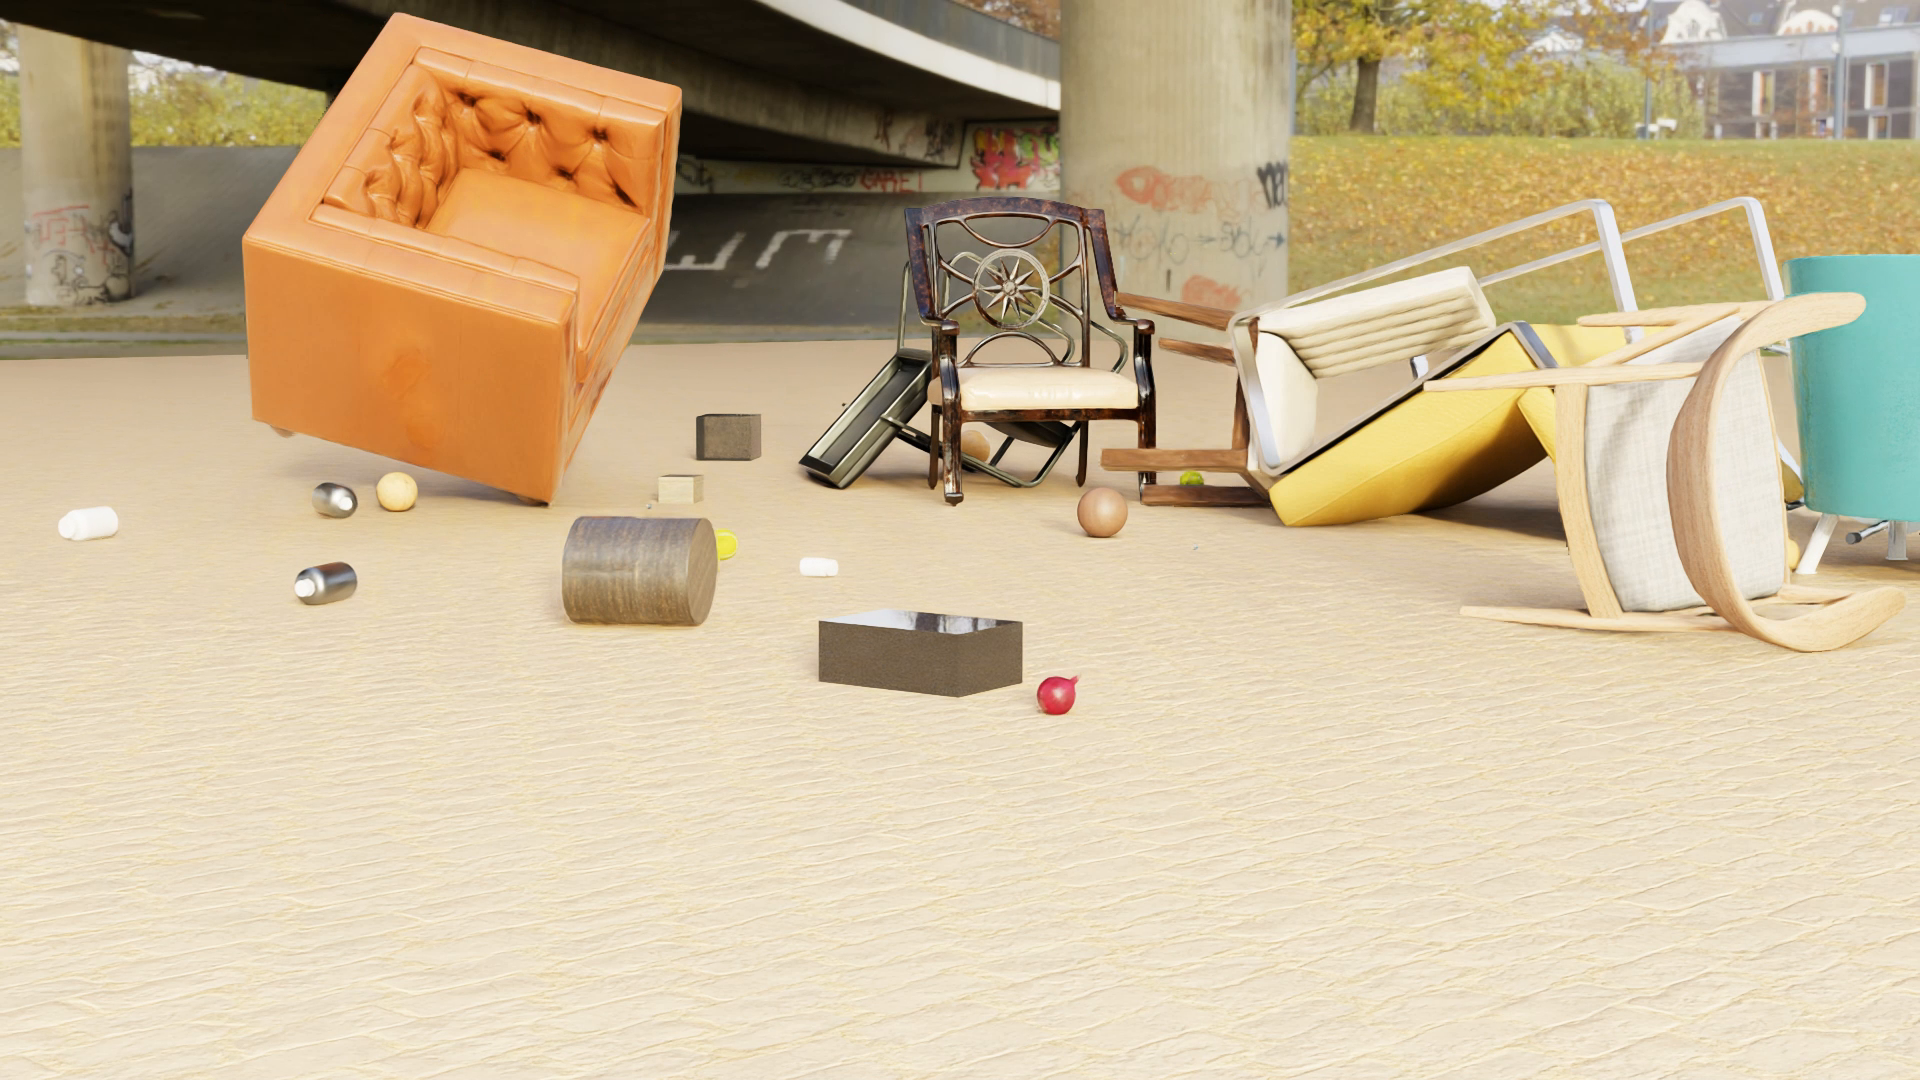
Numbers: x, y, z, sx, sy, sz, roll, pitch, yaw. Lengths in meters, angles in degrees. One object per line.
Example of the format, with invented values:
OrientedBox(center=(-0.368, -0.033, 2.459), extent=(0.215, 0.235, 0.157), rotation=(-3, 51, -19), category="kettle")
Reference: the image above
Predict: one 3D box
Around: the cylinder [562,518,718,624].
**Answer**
OrientedBox(center=(-0.607, 0.058, 4.879), extent=(0.244, 0.192, 0.219), rotation=(1, 34, 10), category="cylinder")

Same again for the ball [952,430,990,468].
OrientedBox(center=(0.039, -0.312, 8.796), extent=(0.132, 0.132, 0.132), rotation=(0, 6, 0), category="ball")

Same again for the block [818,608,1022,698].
OrientedBox(center=(-0.064, 0.181, 4.163), extent=(0.278, 0.100, 0.181), rotation=(4, 7, 35), category="block")

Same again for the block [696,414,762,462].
OrientedBox(center=(-0.832, -0.371, 9.248), extent=(0.195, 0.157, 0.215), rotation=(1, 6, 6), category="block")

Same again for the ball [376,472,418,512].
OrientedBox(center=(-1.574, -0.135, 7.173), extent=(0.113, 0.113, 0.113), rotation=(0, 6, 0), category="ball")

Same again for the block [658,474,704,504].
OrientedBox(center=(-0.813, -0.149, 7.486), extent=(0.104, 0.076, 0.106), rotation=(1, 6, 10), category="block")

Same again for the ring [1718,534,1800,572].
OrientedBox(center=(1.794, 0.029, 5.761), extent=(0.161, 0.076, 0.186), rotation=(-2, 5, -31), category="ring")
